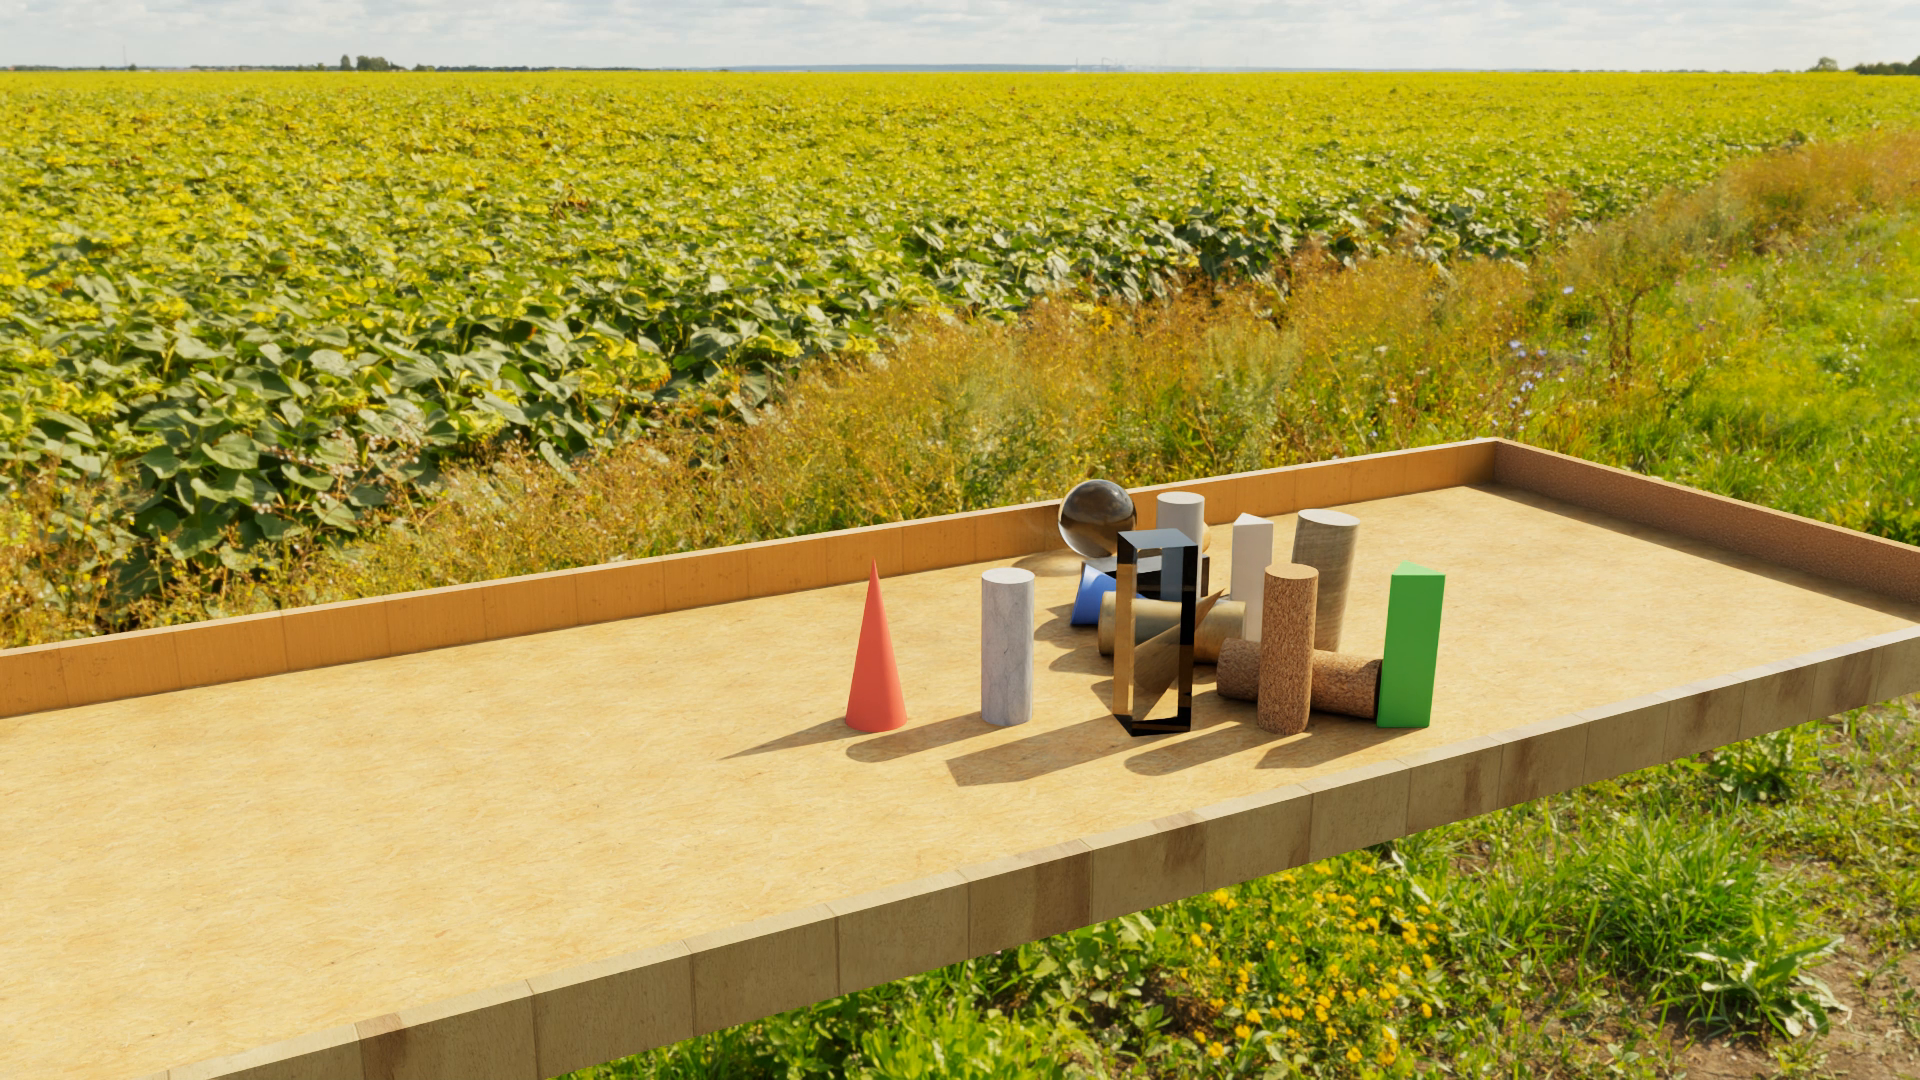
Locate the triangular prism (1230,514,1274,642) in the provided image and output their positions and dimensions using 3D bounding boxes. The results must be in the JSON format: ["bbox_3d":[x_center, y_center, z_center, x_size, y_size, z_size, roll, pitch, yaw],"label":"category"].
[{"bbox_3d":[0.754,0.109,4.351,0.108,0.350,0.093,-3,19,-7],"label":"triangular prism"}]

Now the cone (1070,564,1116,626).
[{"bbox_3d":[0.506,0.195,4.542,0.371,0.172,0.172,14,17,2],"label":"cone"}]

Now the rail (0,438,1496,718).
[{"bbox_3d":[-3.305,0.497,3.399,12.000,0.150,0.050,-9,18,-27],"label":"rail"}]

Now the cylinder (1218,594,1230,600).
[{"bbox_3d":[0.762,0.194,4.510,0.394,0.104,0.104,-12,20,-35],"label":"cylinder"}]

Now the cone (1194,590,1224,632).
[{"bbox_3d":[0.544,0.212,4.041,0.134,0.330,0.134,26,39,-23],"label":"cone"}]

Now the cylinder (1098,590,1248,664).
[{"bbox_3d":[0.553,0.229,4.281,0.365,0.167,0.167,4,17,14],"label":"cylinder"}]

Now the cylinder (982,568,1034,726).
[{"bbox_3d":[0.112,0.250,3.881,0.123,0.351,0.123,0,16,0],"label":"cylinder"}]

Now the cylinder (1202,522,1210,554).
[{"bbox_3d":[0.640,0.027,5.027,0.131,0.131,0.333,9,19,29],"label":"cylinder"}]

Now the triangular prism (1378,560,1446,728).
[{"bbox_3d":[1.039,0.243,3.858,0.124,0.375,0.107,0,17,-3],"label":"triangular prism"}]

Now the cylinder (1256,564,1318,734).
[{"bbox_3d":[0.758,0.252,3.823,0.120,0.379,0.120,0,16,0],"label":"cylinder"}]

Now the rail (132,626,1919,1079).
[{"bbox_3d":[-2.336,1.006,1.665,12.000,0.150,0.050,-9,18,-27],"label":"rail"}]

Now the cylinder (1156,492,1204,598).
[{"bbox_3d":[0.607,0.048,4.580,0.130,0.344,0.130,0,16,0],"label":"cylinder"}]

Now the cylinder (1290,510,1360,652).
[{"bbox_3d":[0.884,0.146,4.091,0.150,0.420,0.150,5,15,-1],"label":"cylinder"}]

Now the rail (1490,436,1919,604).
[{"bbox_3d":[2.466,-0.048,5.253,0.050,0.150,2.100,-9,18,-27],"label":"rail"}]

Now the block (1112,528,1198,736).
[{"bbox_3d":[0.450,0.214,3.825,0.143,0.452,0.143,-4,17,-12],"label":"block"}]

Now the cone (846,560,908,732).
[{"bbox_3d":[-0.198,0.231,3.848,0.148,0.407,0.148,0,16,0],"label":"cone"}]

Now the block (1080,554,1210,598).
[{"bbox_3d":[0.535,0.112,4.761,0.358,0.120,0.120,-8,18,-24],"label":"block"}]

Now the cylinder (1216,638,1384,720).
[{"bbox_3d":[0.818,0.332,3.970,0.374,0.144,0.144,7,18,22],"label":"cylinder"}]

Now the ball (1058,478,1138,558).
[{"bbox_3d":[0.428,-0.067,5.145,0.247,0.247,0.247,0,16,0],"label":"ball"}]
